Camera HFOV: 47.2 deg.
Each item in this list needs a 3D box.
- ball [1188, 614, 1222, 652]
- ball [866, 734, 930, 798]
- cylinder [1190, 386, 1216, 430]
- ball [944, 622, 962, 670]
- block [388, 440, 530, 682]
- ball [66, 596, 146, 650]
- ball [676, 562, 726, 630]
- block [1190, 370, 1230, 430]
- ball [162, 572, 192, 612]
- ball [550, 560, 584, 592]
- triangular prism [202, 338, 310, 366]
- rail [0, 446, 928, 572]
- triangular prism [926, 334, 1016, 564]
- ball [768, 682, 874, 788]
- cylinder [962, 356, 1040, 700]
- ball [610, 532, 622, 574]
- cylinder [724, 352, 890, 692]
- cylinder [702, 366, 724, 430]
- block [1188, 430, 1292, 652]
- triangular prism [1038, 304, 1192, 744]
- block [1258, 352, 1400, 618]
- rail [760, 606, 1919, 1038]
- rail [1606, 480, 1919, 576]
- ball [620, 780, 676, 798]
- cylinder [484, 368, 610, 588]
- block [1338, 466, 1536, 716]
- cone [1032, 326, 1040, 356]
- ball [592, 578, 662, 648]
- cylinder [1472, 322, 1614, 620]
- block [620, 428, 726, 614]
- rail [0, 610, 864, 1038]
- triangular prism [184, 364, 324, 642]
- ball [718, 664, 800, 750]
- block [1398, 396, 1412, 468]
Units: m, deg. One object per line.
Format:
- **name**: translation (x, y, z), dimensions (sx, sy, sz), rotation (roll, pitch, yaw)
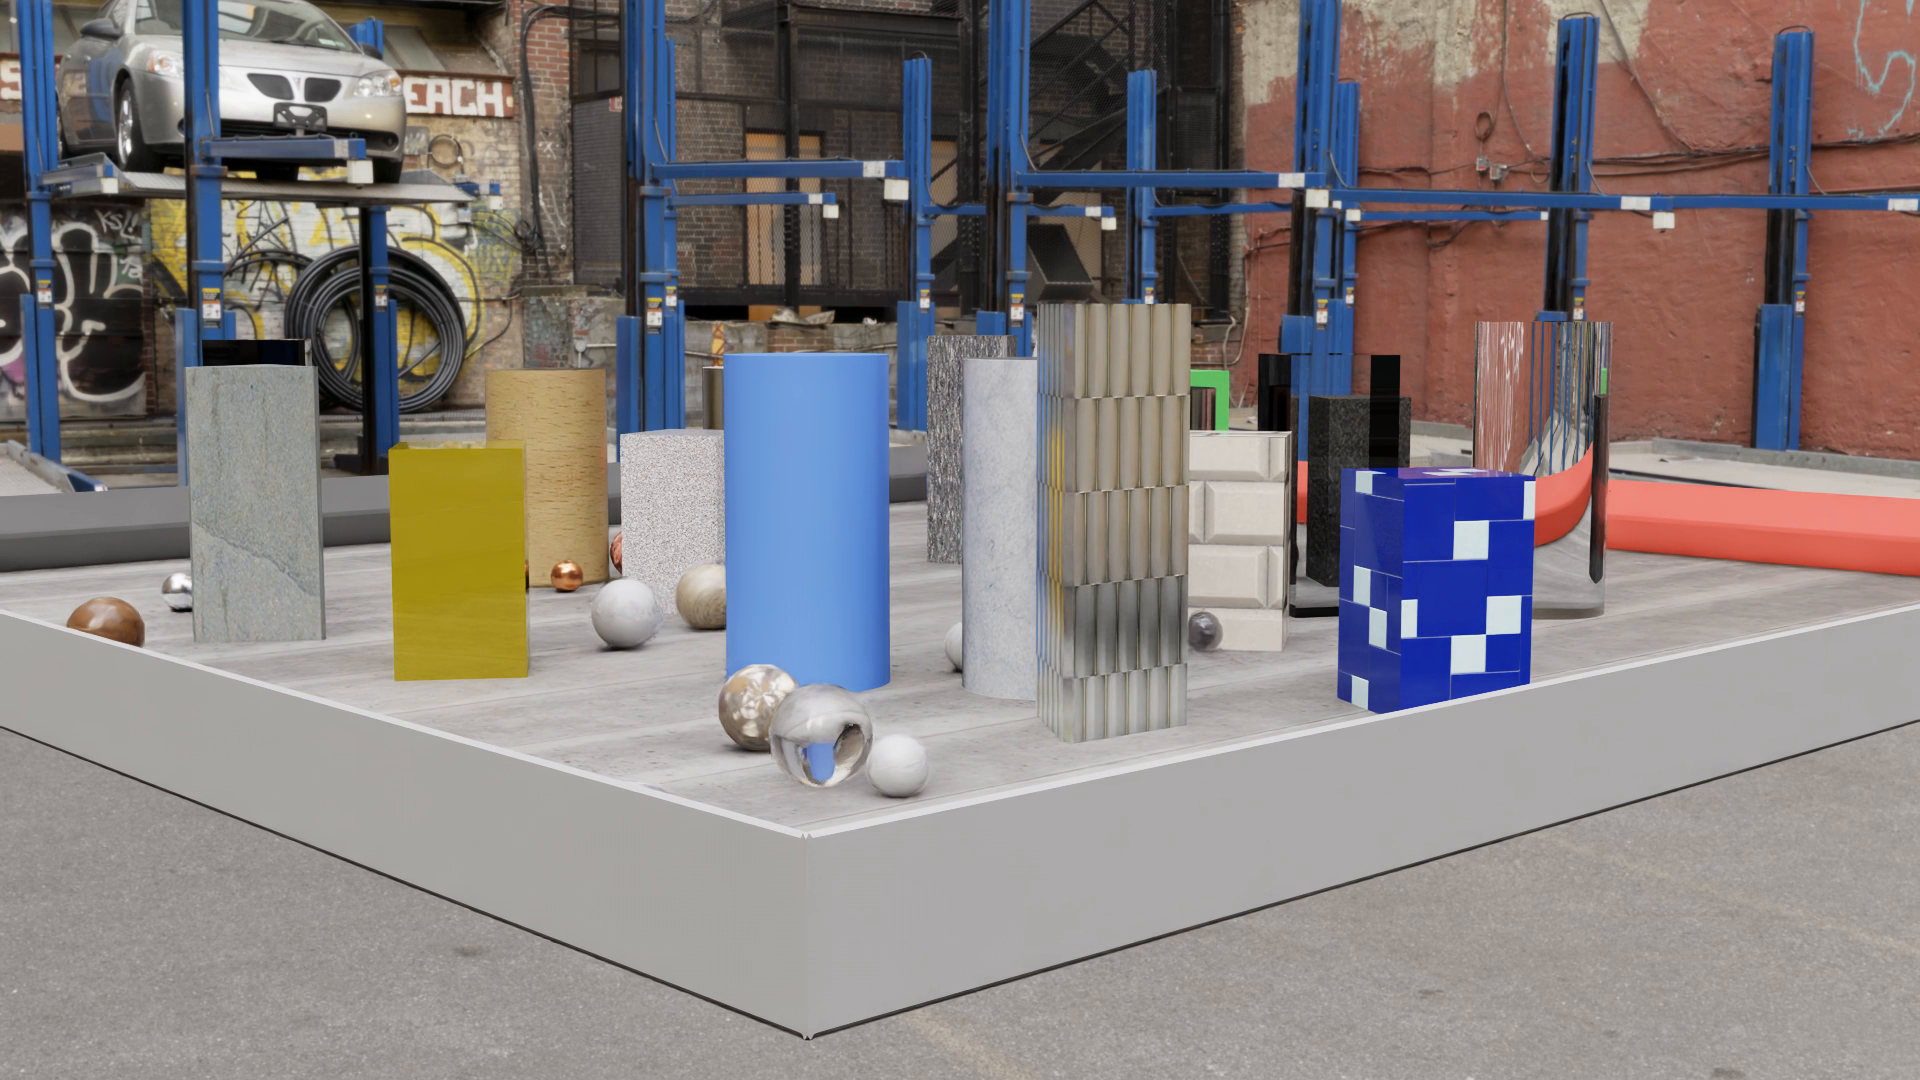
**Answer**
- **ball**: translation (0.315, 0.121, 2.862), dimensions (0.051, 0.051, 0.051), rotation (0, 6, 0)
- **ball**: translation (-0.057, 0.206, 2.017), dimensions (0.058, 0.058, 0.058), rotation (0, 6, 0)
- **cylinder**: translation (0.289, -0.068, 3.347), dimensions (0.196, 0.327, 0.196), rotation (0, 6, 0)
- **ball**: translation (0.012, 0.131, 2.720), dimensions (0.063, 0.063, 0.063), rotation (0, 6, 0)
- **block**: translation (-0.616, 0.022, 2.722), dimensions (0.157, 0.279, 0.157), rotation (-1, 6, -9)
- **ball**: translation (-1.053, 0.116, 2.709), dimensions (0.093, 0.093, 0.093), rotation (0, 6, 0)
- **ball**: translation (-0.351, 0.078, 3.074), dimensions (0.093, 0.093, 0.093), rotation (0, 6, 0)
- **block**: translation (0.376, -0.140, 3.996), dimensions (0.157, 0.335, 0.157), rotation (-4, 7, -35)
- **ball**: translation (-1.155, 0.077, 3.262), dimensions (0.057, 0.057, 0.057), rotation (0, 6, 0)
- **ball**: translation (-0.622, 0.057, 3.482), dimensions (0.053, 0.053, 0.053), rotation (0, 6, 0)
- **triangular prism**: translation (-1.018, -0.101, 3.314), dimensions (0.170, 0.401, 0.147), rotation (2, 6, 17)
- **rail**: translation (-0.941, -0.073, 4.346), dimensions (2.858, 0.127, 0.045), rotation (-5, 8, -42)
- **triangular prism**: translation (0.054, -0.162, 3.894), dimensions (0.170, 0.400, 0.147), rotation (5, 8, 37)
- **ball**: translation (-0.130, 0.182, 2.058), dimensions (0.098, 0.098, 0.098), rotation (0, 6, 0)
- **cylinder**: translation (0.101, -0.020, 2.595), dimensions (0.196, 0.388, 0.196), rotation (0, 6, 0)
- **ball**: translation (-0.536, 0.021, 3.651), dimensions (0.088, 0.088, 0.088), rotation (0, 6, 0)
- **cylinder**: translation (-0.182, -0.025, 2.628), dimensions (0.196, 0.392, 0.196), rotation (0, 6, 0)
- **cylinder**: translation (-0.321, -0.106, 3.594), dimensions (0.196, 0.352, 0.196), rotation (0, 6, 0)
- **block**: translation (0.360, -0.003, 2.956), dimensions (0.157, 0.280, 0.157), rotation (1, 6, 12)
- **triangular prism**: translation (0.132, -0.026, 2.352), dimensions (0.170, 0.451, 0.147), rotation (-5, 8, -38)
- **block**: translation (0.543, -0.085, 3.264), dimensions (0.157, 0.380, 0.157), rotation (-2, 6, -14)
- **rail**: translation (0.941, 0.139, 2.318), dimensions (2.858, 0.127, 0.045), rotation (-5, 8, -42)
- **rail**: translation (1.033, -0.066, 4.280), dimensions (0.045, 0.127, 2.822), rotation (-5, 8, -42)
- **ball**: translation (-0.244, 0.227, 1.636), dimensions (0.096, 0.096, 0.096), rotation (0, 6, 0)
- **cylinder**: translation (-0.678, -0.106, 3.614), dimensions (0.196, 0.349, 0.196), rotation (0, 6, 0)
- **block**: translation (0.531, 0.056, 2.465), dimensions (0.157, 0.264, 0.157), rotation (-2, 6, -15)
- **cone**: translation (0.110, -0.085, 2.929), dimensions (0.196, 0.448, 0.196), rotation (0, 6, 0)
- **ball**: translation (-0.440, 0.097, 2.901), dimensions (0.092, 0.092, 0.092), rotation (0, 6, 0)
- **cylinder**: translation (0.856, -0.108, 3.247), dimensions (0.196, 0.427, 0.196), rotation (0, 6, 0)
- **block**: translation (-0.399, -0.030, 3.296), dimensions (0.157, 0.262, 0.157), rotation (2, 6, 20)
- **rail**: translation (-1.033, 0.132, 2.384), dimensions (0.045, 0.127, 2.822), rotation (-5, 8, -42)
- **triangular prism**: translation (-0.956, -0.054, 3.018), dimensions (0.170, 0.369, 0.147), rotation (-1, 6, -9)
- **ball**: translation (-0.201, 0.169, 2.230), dimensions (0.088, 0.088, 0.088), rotation (0, 6, 0)
- **block**: translation (0.651, -0.089, 3.665), dimensions (0.157, 0.303, 0.157), rotation (0, 6, -3)
